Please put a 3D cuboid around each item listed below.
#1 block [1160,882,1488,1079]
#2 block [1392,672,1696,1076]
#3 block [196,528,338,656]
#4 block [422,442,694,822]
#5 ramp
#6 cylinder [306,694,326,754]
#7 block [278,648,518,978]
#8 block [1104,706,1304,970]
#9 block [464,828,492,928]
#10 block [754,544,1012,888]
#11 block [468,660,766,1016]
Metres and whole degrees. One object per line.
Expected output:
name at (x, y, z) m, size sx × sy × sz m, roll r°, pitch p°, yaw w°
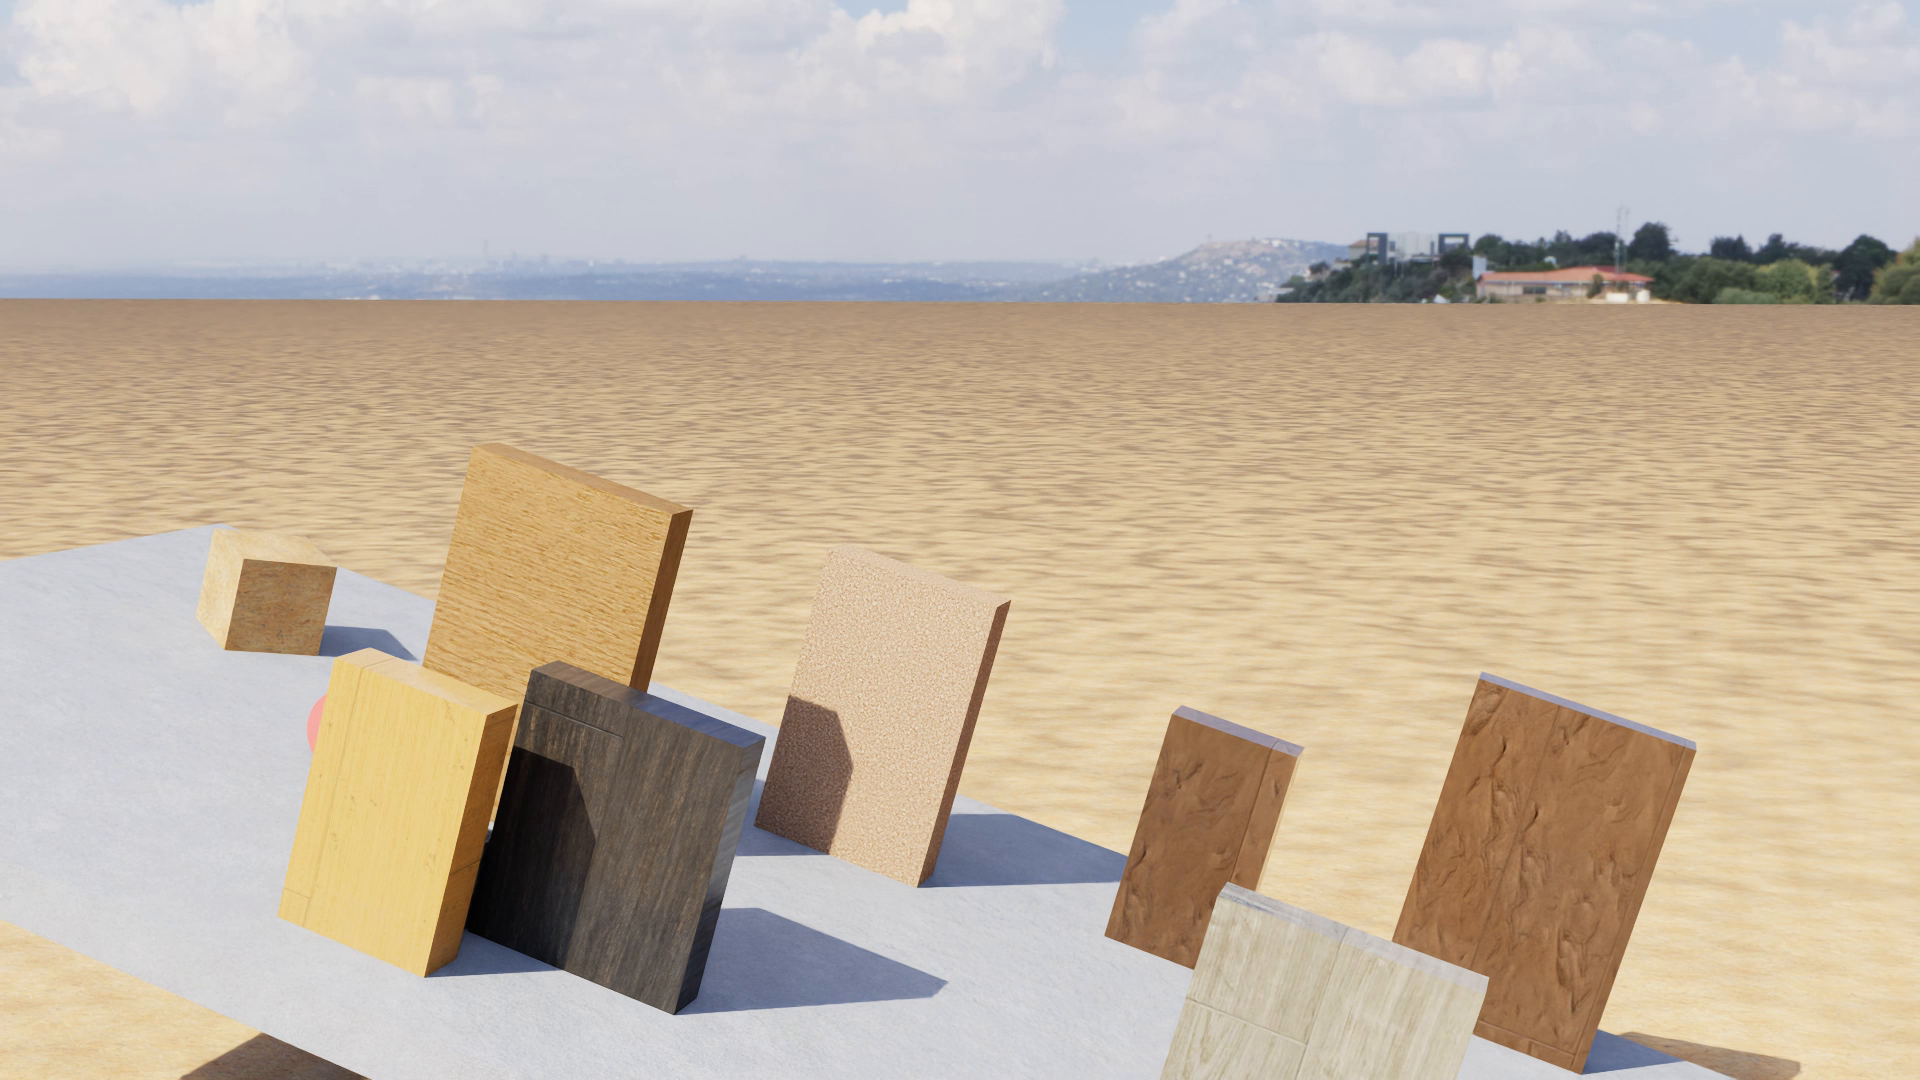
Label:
block at (0.573, 0.848, 3.581) m, size 0.442 × 0.445 × 0.090 m, roll 19°, pitch 12°, yaw 14°
block at (1.172, 0.681, 4.510) m, size 0.441 × 0.715 × 0.085 m, roll 19°, pitch 12°, yaw 14°
block at (-1.536, 0.116, 4.868) m, size 0.210 × 0.210 × 0.210 m, roll 7°, pitch 14°, yaw -38°
block at (-0.798, 0.208, 4.195) m, size 0.423 × 0.689 × 0.096 m, roll 19°, pitch 12°, yaw 14°
ramp at (-0.376, 0.735, 4.239) m, size 4.000 × 0.100 × 2.000 m, roll 19°, pitch 12°, yaw 14°
cylinder at (-1.151, 0.359, 4.297) m, size 0.178 × 0.178 × 0.178 m, roll 1°, pitch 9°, yaw 12°
block at (-0.909, 0.437, 3.547) m, size 0.278 × 0.451 × 0.102 m, roll 19°, pitch 12°, yaw 14°
block at (0.496, 0.616, 4.480) m, size 0.264 × 0.492 × 0.098 m, roll 19°, pitch 12°, yaw 14°
block at (-0.897, 0.560, 3.716) m, size 0.159 × 0.159 × 0.159 m, roll 20°, pitch 12°, yaw 21°
block at (-0.162, 0.358, 4.528) m, size 0.372 × 0.611 × 0.109 m, roll 19°, pitch 12°, yaw 14°
block at (-0.575, 0.493, 3.667) m, size 0.393 × 0.475 × 0.093 m, roll 19°, pitch 12°, yaw 14°
